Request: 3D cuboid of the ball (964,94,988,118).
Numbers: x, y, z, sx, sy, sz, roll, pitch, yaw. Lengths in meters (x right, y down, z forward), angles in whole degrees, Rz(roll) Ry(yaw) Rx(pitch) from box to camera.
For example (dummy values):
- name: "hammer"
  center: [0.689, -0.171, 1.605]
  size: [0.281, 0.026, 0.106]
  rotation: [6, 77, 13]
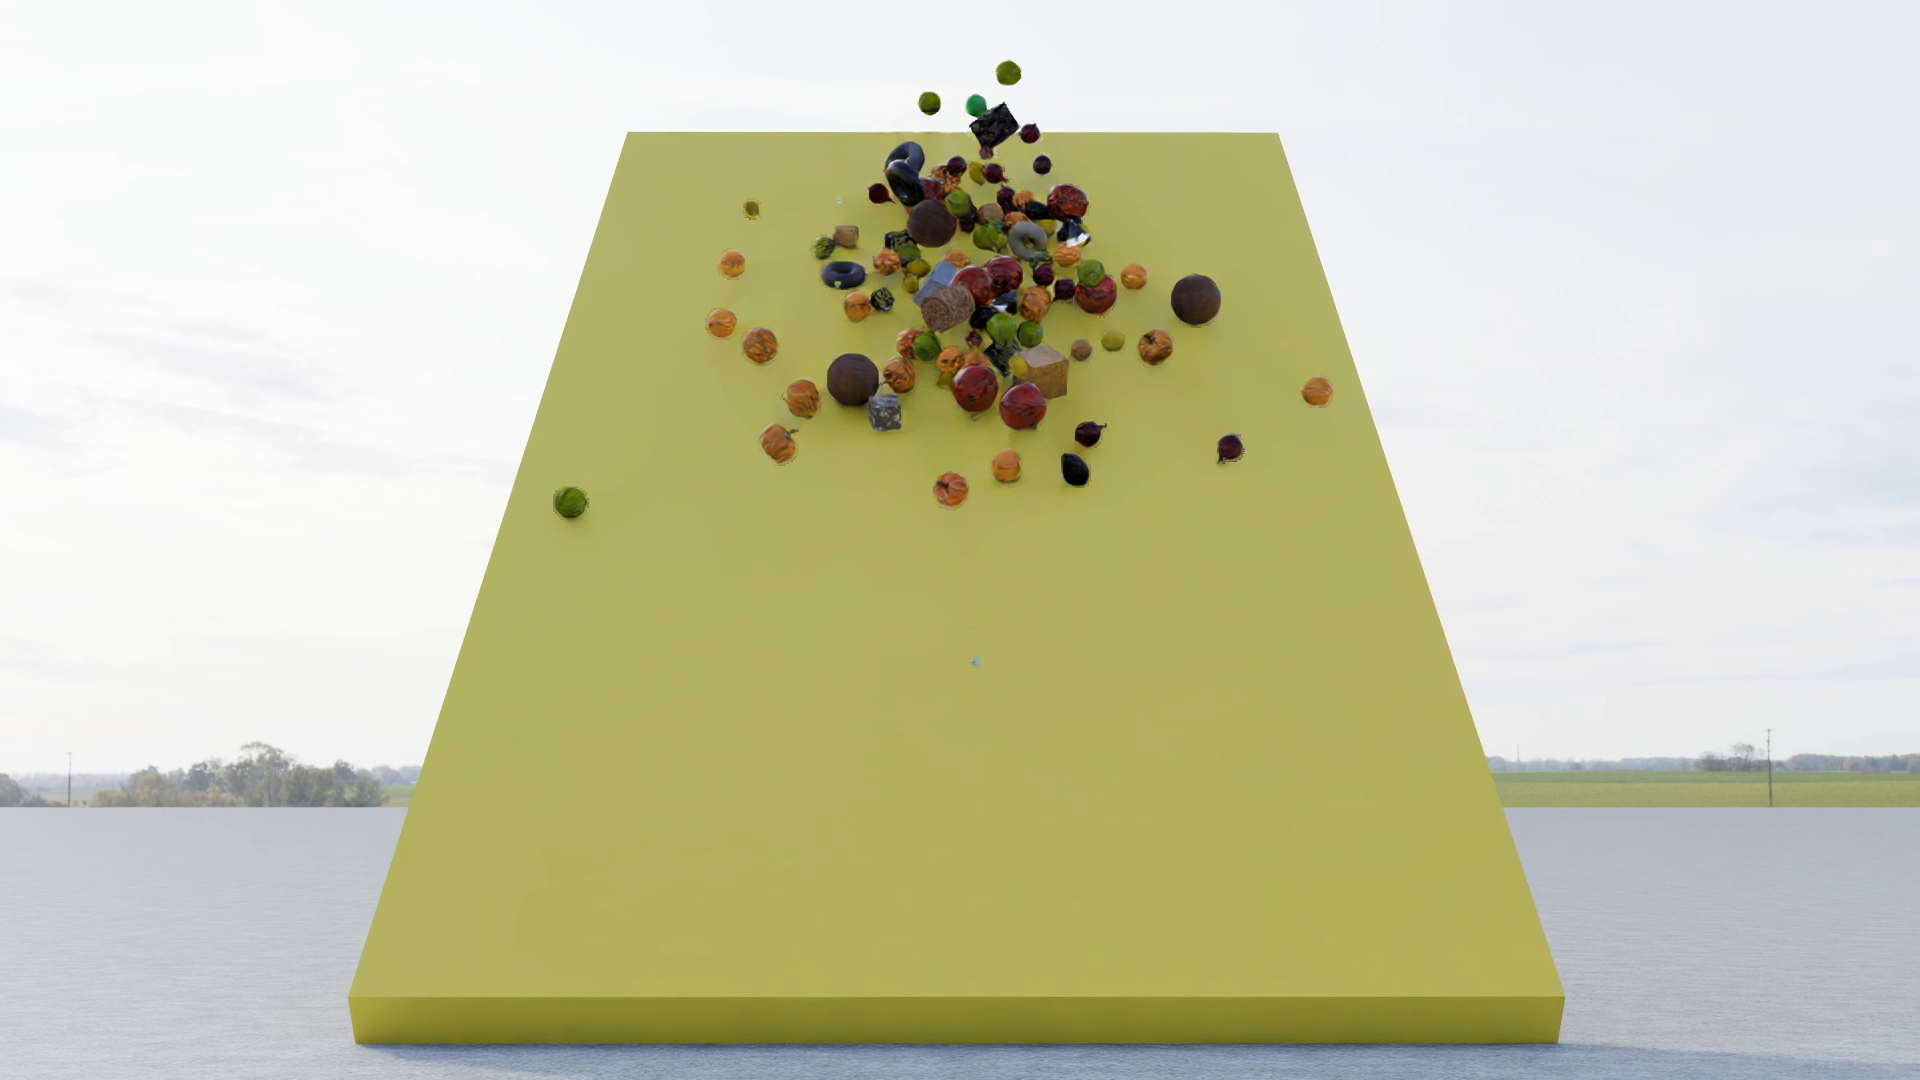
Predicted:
- name: "ball"
  center: [0.045, -1.207, 6.718]
  size: [0.063, 0.063, 0.063]
  rotation: [0, -6, 0]

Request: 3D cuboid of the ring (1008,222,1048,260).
- name: "ring"
  center: [0.183, -0.808, 6.543]
  size: [0.113, 0.113, 0.038]
  rotation: [-3, 27, 25]

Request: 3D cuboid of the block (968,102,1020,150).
- name: "block"
  center: [0.100, -1.204, 7.039]
  size: [0.089, 0.089, 0.089]
  rotation: [-42, 16, -30]

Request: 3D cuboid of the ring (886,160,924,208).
- name: "ring"
  center: [-0.151, -0.989, 6.717]
  size: [0.048, 0.143, 0.143]
  rotation: [-34, 6, -20]

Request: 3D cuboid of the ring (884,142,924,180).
- name: "ring"
  center: [-0.163, -1.097, 7.047]
  size: [0.139, 0.139, 0.046]
  rotation: [-5, -27, 40]

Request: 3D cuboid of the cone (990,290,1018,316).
- name: "cone"
  center: [0.102, -0.599, 6.114]
  size: [0.067, 0.067, 0.067]
  rotation: [-4, -4, -23]

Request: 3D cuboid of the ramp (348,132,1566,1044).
- name: "ramp"
  center: [-0.013, -0.209, 5.726]
  size: [2.000, 0.100, 4.000]
  rotation: [0, 30, 0]

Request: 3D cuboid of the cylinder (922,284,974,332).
- name: "cylinder"
  center: [-0.029, -0.576, 5.992]
  size: [0.095, 0.095, 0.095]
  rotation: [-6, 21, 45]

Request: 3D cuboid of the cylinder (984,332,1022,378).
- name: "cylinder"
  center: [0.112, -0.453, 5.923]
  size: [0.078, 0.078, 0.078]
  rotation: [-39, -4, -4]

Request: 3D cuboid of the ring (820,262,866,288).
- name: "ring"
  center: [-0.311, -0.707, 6.444]
  size: [0.122, 0.041, 0.122]
  rotation: [1, 31, -1]

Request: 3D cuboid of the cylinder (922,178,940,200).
- name: "cylinder"
  center: [-0.091, -1.003, 6.893]
  size: [0.052, 0.052, 0.052]
  rotation: [-2, 22, 19]

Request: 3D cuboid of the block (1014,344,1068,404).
- name: "block"
  center: [0.196, -0.404, 5.868]
  size: [0.095, 0.095, 0.095]
  rotation: [-15, 34, -25]

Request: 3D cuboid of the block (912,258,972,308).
- name: "block"
  center: [-0.045, -0.639, 6.196]
  size: [0.096, 0.096, 0.096]
  rotation: [35, -50, -9]

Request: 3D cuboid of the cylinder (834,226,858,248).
- name: "cylinder"
  center: [-0.314, -0.835, 6.648]
  size: [0.058, 0.058, 0.058]
  rotation: [5, -5, 8]

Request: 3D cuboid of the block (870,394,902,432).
- name: "block"
  center: [-0.177, -0.301, 5.721]
  size: [0.063, 0.063, 0.063]
  rotation: [-7, 31, -12]

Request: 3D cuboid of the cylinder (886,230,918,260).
- name: "cylinder"
  center: [-0.160, -0.805, 6.579]
  size: [0.072, 0.072, 0.072]
  rotation: [-10, -4, -14]

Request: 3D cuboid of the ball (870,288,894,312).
- name: "ball"
  center: [-0.202, -0.624, 6.279]
  size: [0.062, 0.062, 0.062]
  rotation: [0, -6, 0]

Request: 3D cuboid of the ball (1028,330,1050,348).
- name: "ball"
  center: [0.201, -0.502, 6.080]
  size: [0.055, 0.055, 0.055]
  rotation: [0, -6, 0]

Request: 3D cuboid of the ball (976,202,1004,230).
- name: "ball"
  center: [0.085, -0.900, 6.726]
  size: [0.077, 0.077, 0.077]
  rotation: [0, -6, 0]

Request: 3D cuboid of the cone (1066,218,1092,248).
- name: "cone"
  center: [0.295, -0.810, 6.297]
  size: [0.072, 0.072, 0.072]
  rotation: [-26, 13, 6]
